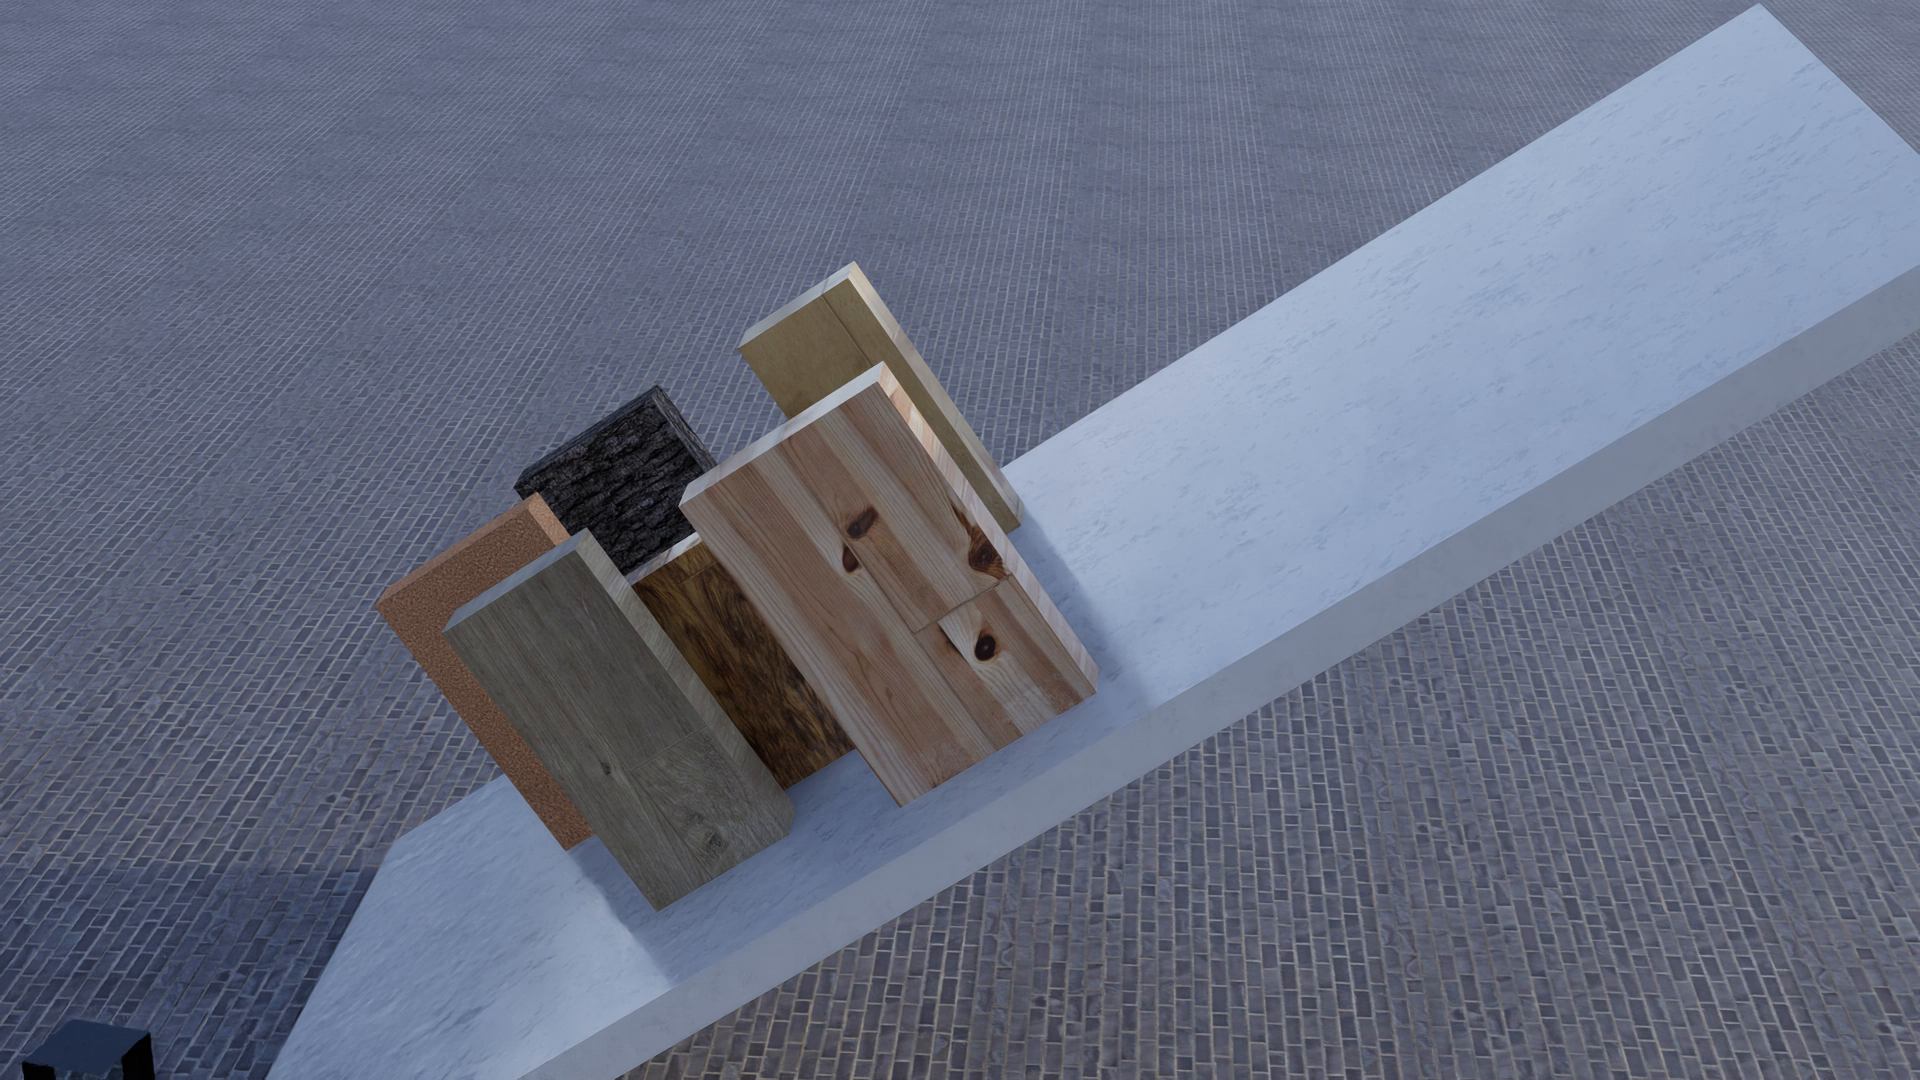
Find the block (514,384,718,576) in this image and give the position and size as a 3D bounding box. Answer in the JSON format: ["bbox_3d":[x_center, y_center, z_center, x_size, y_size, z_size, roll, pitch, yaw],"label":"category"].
[{"bbox_3d":[-0.713,0.009,7.148,0.411,0.664,0.122,-31,16,14],"label":"block"}]

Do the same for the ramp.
[{"bbox_3d":[0.138,0.172,6.299,4.000,0.100,2.000,-31,16,14],"label":"ramp"}]

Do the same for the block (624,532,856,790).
[{"bbox_3d":[-0.518,0.291,6.105,0.376,0.544,0.105,-31,16,14],"label":"block"}]

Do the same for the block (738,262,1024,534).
[{"bbox_3d":[-0.175,-0.257,6.737,0.304,0.698,0.144,-31,16,14],"label":"block"}]

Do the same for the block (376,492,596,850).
[{"bbox_3d":[-0.917,0.301,6.605,0.427,0.714,0.109,-31,16,14],"label":"block"}]

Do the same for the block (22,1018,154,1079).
[{"bbox_3d":[-1.933,1.213,6.543,0.197,0.197,0.197,6,22,16],"label":"block"}]

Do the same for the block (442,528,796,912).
[{"bbox_3d":[-0.675,0.364,5.877,0.329,0.723,0.123,-31,16,14],"label":"block"}]

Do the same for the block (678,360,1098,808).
[{"bbox_3d":[-0.128,0.090,5.526,0.448,0.728,0.126,-31,16,14],"label":"block"}]
